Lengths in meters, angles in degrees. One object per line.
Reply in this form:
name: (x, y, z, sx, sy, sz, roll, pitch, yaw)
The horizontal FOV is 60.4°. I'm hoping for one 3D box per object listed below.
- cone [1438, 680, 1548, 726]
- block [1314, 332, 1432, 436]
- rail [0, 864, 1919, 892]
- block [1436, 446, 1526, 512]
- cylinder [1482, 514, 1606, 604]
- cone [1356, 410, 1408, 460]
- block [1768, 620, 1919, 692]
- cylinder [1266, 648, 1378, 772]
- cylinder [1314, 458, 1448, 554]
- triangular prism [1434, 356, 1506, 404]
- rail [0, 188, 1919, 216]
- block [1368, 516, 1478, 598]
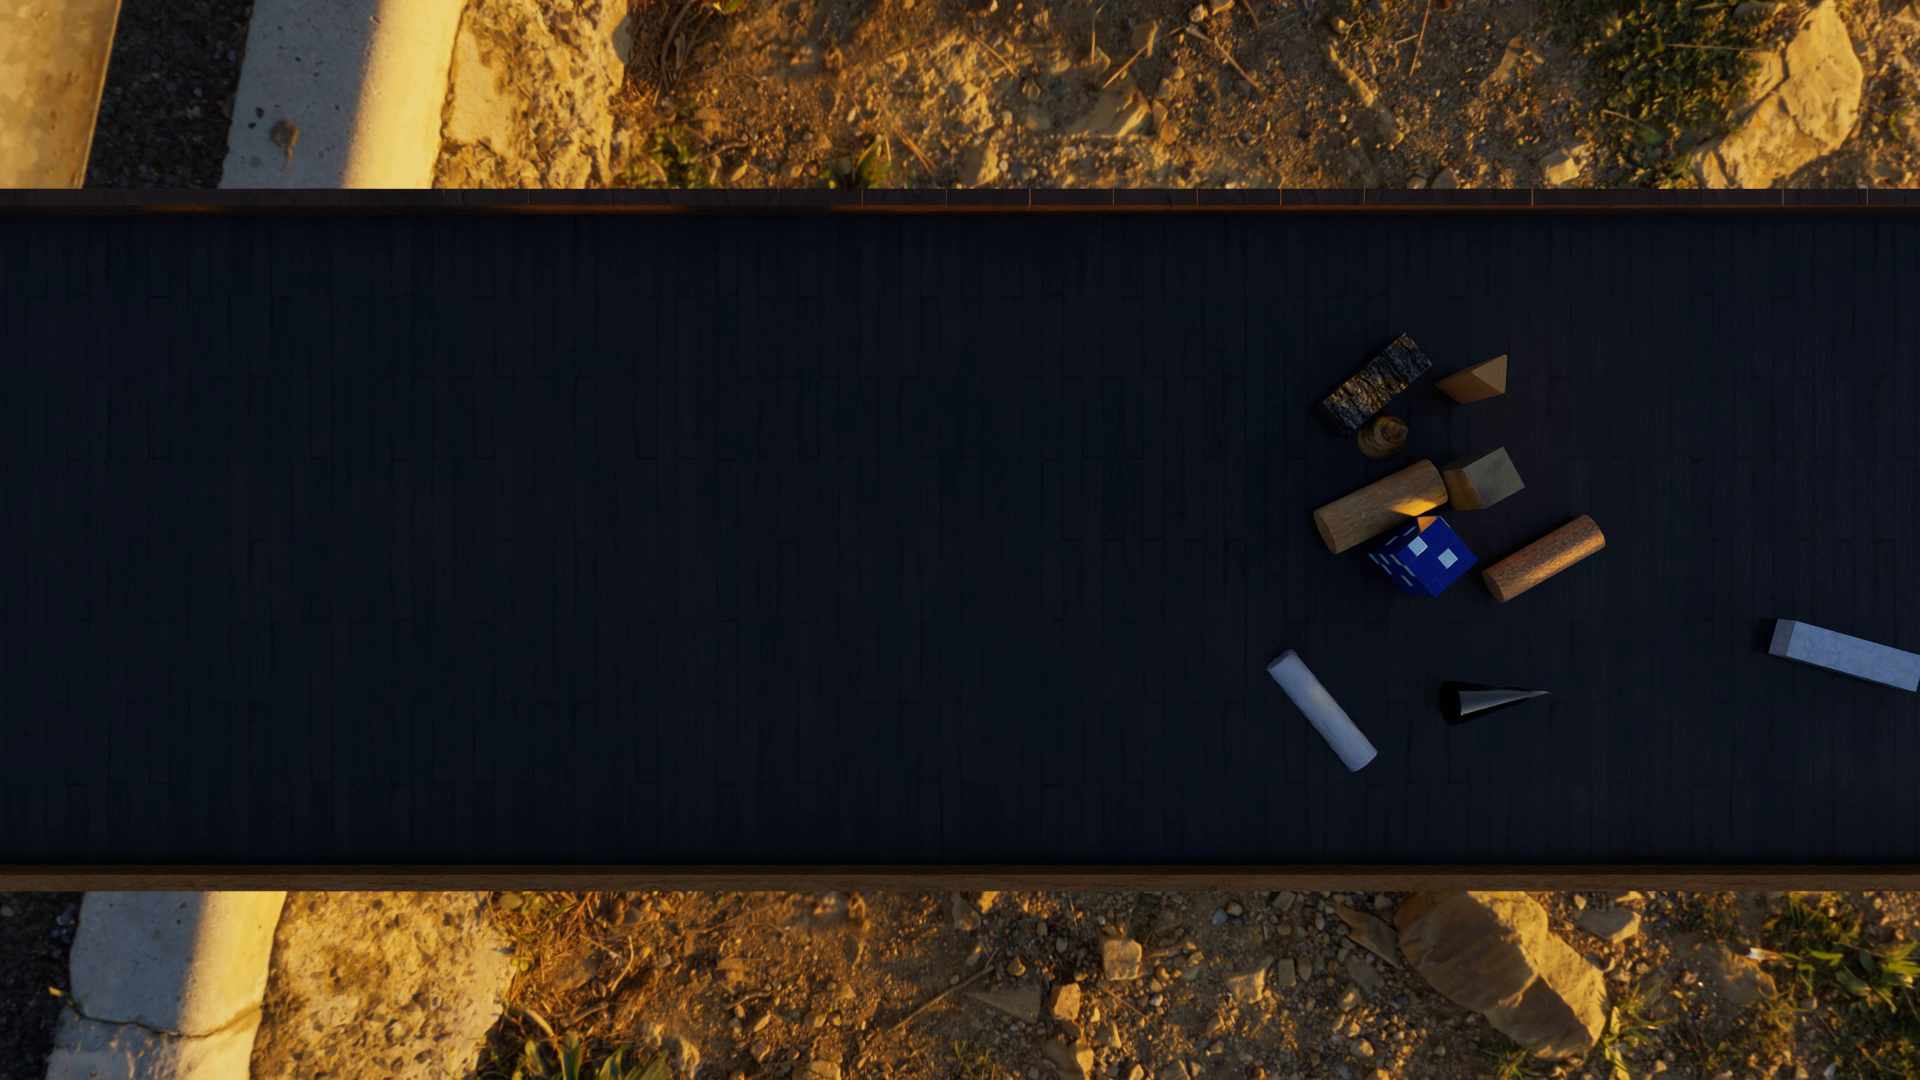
cone: (1.653, 0.481, 5.043, 0.340, 0.137, 0.137, -5, 90, -12)
block: (1.254, -0.470, 5.013, 0.325, 0.127, 0.127, -40, 90, 0)
rail: (-2.247, 1.025, 5.001, 12.000, 0.150, 0.050, 0, 90, 0)
block: (1.525, -0.178, 4.894, 0.132, 0.366, 0.132, -29, 90, 0)
cylinder: (1.775, 0.057, 5.019, 0.349, 0.115, 0.115, -29, 90, 0)
cone: (1.297, -0.320, 4.922, 0.155, 0.310, 0.155, 0, 90, 0)
block: (2.698, 0.350, 5.022, 0.405, 0.109, 0.109, 16, 90, 0)
cylinder: (1.103, 0.519, 5.026, 0.100, 0.100, 0.403, -40, 90, 0)
cylinder: (1.275, -0.102, 5.003, 0.369, 0.148, 0.148, -25, 90, 0)
triangular prism: (1.529, -0.488, 4.886, 0.110, 0.382, 0.095, 34, 90, 0)
rail: (-2.247, -1.025, 5.002, 12.000, 0.150, 0.050, 0, 90, 0)
block: (1.370, 0.049, 4.902, 0.167, 0.348, 0.167, -41, 90, 0)
